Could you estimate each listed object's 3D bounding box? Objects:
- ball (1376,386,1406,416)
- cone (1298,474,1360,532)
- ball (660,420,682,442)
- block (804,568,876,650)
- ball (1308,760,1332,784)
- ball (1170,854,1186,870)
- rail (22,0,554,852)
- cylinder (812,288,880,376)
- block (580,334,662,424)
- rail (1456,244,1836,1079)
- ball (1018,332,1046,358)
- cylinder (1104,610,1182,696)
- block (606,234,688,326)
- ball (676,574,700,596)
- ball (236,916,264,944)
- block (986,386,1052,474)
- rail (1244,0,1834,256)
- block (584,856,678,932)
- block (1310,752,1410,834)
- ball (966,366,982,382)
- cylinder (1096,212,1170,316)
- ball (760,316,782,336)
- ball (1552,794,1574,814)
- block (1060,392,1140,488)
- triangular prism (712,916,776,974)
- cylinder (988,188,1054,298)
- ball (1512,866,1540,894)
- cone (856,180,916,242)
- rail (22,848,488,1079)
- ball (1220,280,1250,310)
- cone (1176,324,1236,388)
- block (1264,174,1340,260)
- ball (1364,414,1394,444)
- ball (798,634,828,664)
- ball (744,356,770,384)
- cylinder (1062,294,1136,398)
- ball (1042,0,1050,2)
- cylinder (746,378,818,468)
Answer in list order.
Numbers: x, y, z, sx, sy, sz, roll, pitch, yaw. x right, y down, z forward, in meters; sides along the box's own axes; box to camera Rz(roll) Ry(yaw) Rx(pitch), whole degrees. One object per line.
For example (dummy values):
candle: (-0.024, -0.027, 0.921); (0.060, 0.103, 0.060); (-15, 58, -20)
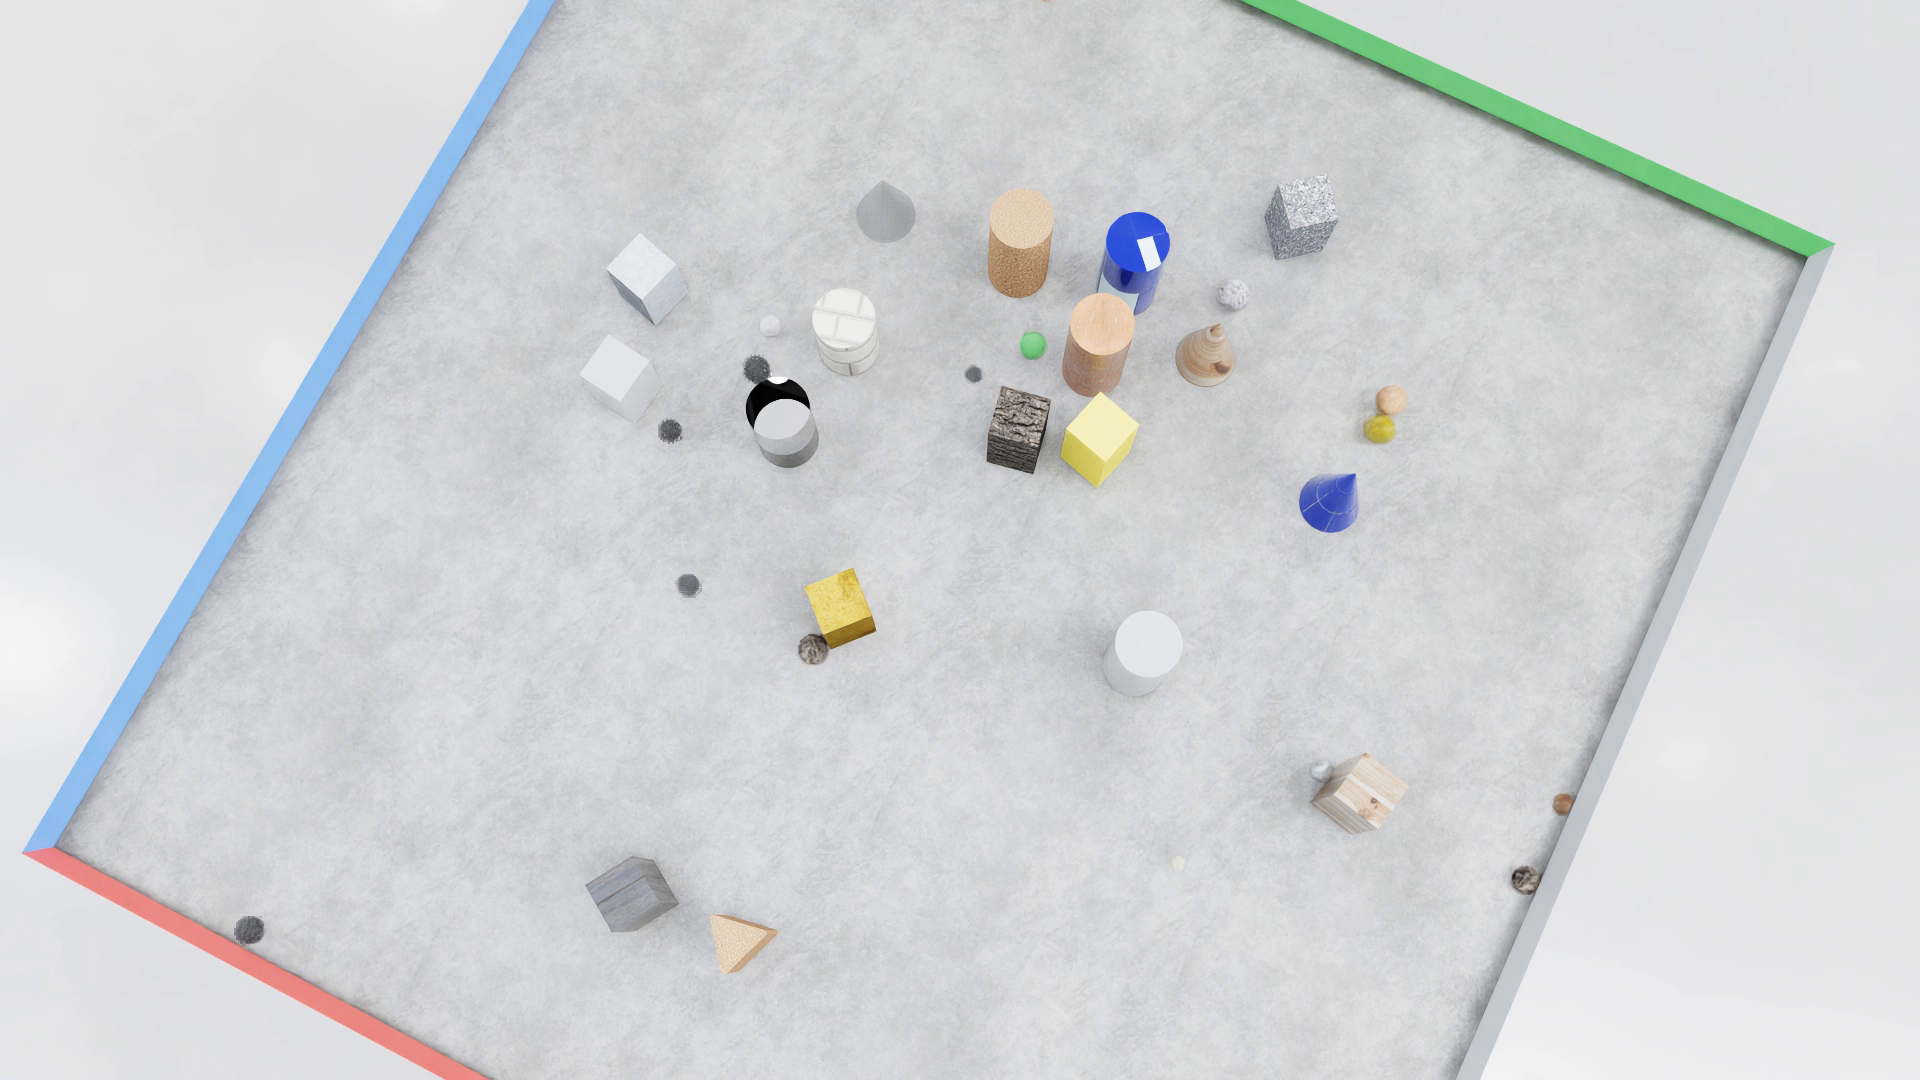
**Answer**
ball: (1.332, -0.431, 5.658); (0.093, 0.093, 0.093); (0, 78, 0)
cone: (1.137, -0.152, 5.451); (0.188, 0.386, 0.188); (0, 78, 0)
ball: (-0.893, -0.339, 5.652); (0.067, 0.067, 0.067); (0, 78, 0)
block: (-0.350, 0.206, 5.420); (0.151, 0.301, 0.151); (-22, 79, -4)
ball: (1.069, 0.687, 5.439); (0.069, 0.069, 0.069); (0, 78, 0)
ball: (0.643, 0.950, 5.397); (0.045, 0.045, 0.045); (0, 78, 0)
rail: (-1.780, -0.865, 5.732); (0.045, 0.122, 4.099); (26, 80, 5)
cylinder: (-0.346, -0.634, 5.603); (0.188, 0.283, 0.188); (0, 78, 0)
block: (-1.031, -0.488, 5.587); (0.151, 0.254, 0.151); (33, 80, 6)
rail: (1.780, 0.878, 5.371); (0.045, 0.122, 4.099); (26, 80, 5)
ball: (0.224, -0.608, 5.700); (0.083, 0.083, 0.083); (0, 78, 0)
cylinder: (0.526, 0.334, 5.323); (0.188, 0.440, 0.188); (0, 78, 0)
block: (-0.963, -0.801, 5.655); (0.151, 0.250, 0.151); (41, 81, 8)
ball: (-0.824, 0.135, 5.553); (0.070, 0.070, 0.070); (0, 78, 0)
ball: (-2.068, 1.138, 5.342); (0.078, 0.078, 0.078); (0, 78, 0)
block: (0.174, -0.327, 5.512); (0.151, 0.338, 0.151); (15, 79, 3)
rail: (0.906, -1.768, 5.919); (4.028, 0.122, 0.045); (26, 80, 5)
block: (-0.930, 1.011, 5.222); (0.151, 0.362, 0.151); (-31, 80, -6)
block: (1.148, 0.734, 5.280); (0.151, 0.361, 0.151); (38, 81, 7)
ball: (0.045, -0.514, 5.697); (0.051, 0.051, 0.051); (0, 78, 0)
cylinder: (0.523, -0.834, 5.581); (0.188, 0.406, 0.188); (0, 78, 0)
ball: (-0.591, -0.668, 5.722); (0.064, 0.064, 0.064); (0, 78, 0)
ball: (1.787, 0.780, 5.423); (0.063, 0.063, 0.063); (0, 78, 0)
block: (0.417, -0.297, 5.508); (0.151, 0.332, 0.151); (41, 81, 8)
triangular prism: (-0.641, 1.123, 5.221); (0.163, 0.319, 0.141); (-43, 82, -8)
cylinder: (0.182, -0.899, 5.581); (0.188, 0.434, 0.188); (0, 78, 0)
ball: (1.658, 0.995, 5.370); (0.080, 0.080, 0.080); (0, 78, 0)
cone: (-0.235, -1.063, 5.691); (0.188, 0.285, 0.188); (0, 78, 0)
rail: (-0.906, 1.781, 5.185); (4.028, 0.122, 0.045); (26, 80, 5)
ball: (0.858, -0.768, 5.727); (0.094, 0.094, 0.094); (0, 78, 0)
cone: (0.768, -0.604, 5.565); (0.188, 0.345, 0.188); (0, 78, 0)
block: (1.057, -0.999, 5.685); (0.151, 0.271, 0.151); (-12, 79, -2)
ball: (1.289, -0.342, 5.640); (0.092, 0.092, 0.092); (0, 78, 0)
ball: (-0.441, 0.328, 5.502); (0.092, 0.092, 0.092); (0, 78, 0)
ball: (-0.630, -0.528, 5.683); (0.084, 0.084, 0.084); (0, 78, 0)
cylinder: (0.413, -0.581, 5.514); (0.188, 0.436, 0.188); (0, 78, 0)
ball: (0.281, -1.777, 5.956); (0.055, 0.055, 0.055); (0, 78, 0)
cylinder: (-0.531, -0.349, 5.511); (0.188, 0.348, 0.188); (0, 78, 0)
